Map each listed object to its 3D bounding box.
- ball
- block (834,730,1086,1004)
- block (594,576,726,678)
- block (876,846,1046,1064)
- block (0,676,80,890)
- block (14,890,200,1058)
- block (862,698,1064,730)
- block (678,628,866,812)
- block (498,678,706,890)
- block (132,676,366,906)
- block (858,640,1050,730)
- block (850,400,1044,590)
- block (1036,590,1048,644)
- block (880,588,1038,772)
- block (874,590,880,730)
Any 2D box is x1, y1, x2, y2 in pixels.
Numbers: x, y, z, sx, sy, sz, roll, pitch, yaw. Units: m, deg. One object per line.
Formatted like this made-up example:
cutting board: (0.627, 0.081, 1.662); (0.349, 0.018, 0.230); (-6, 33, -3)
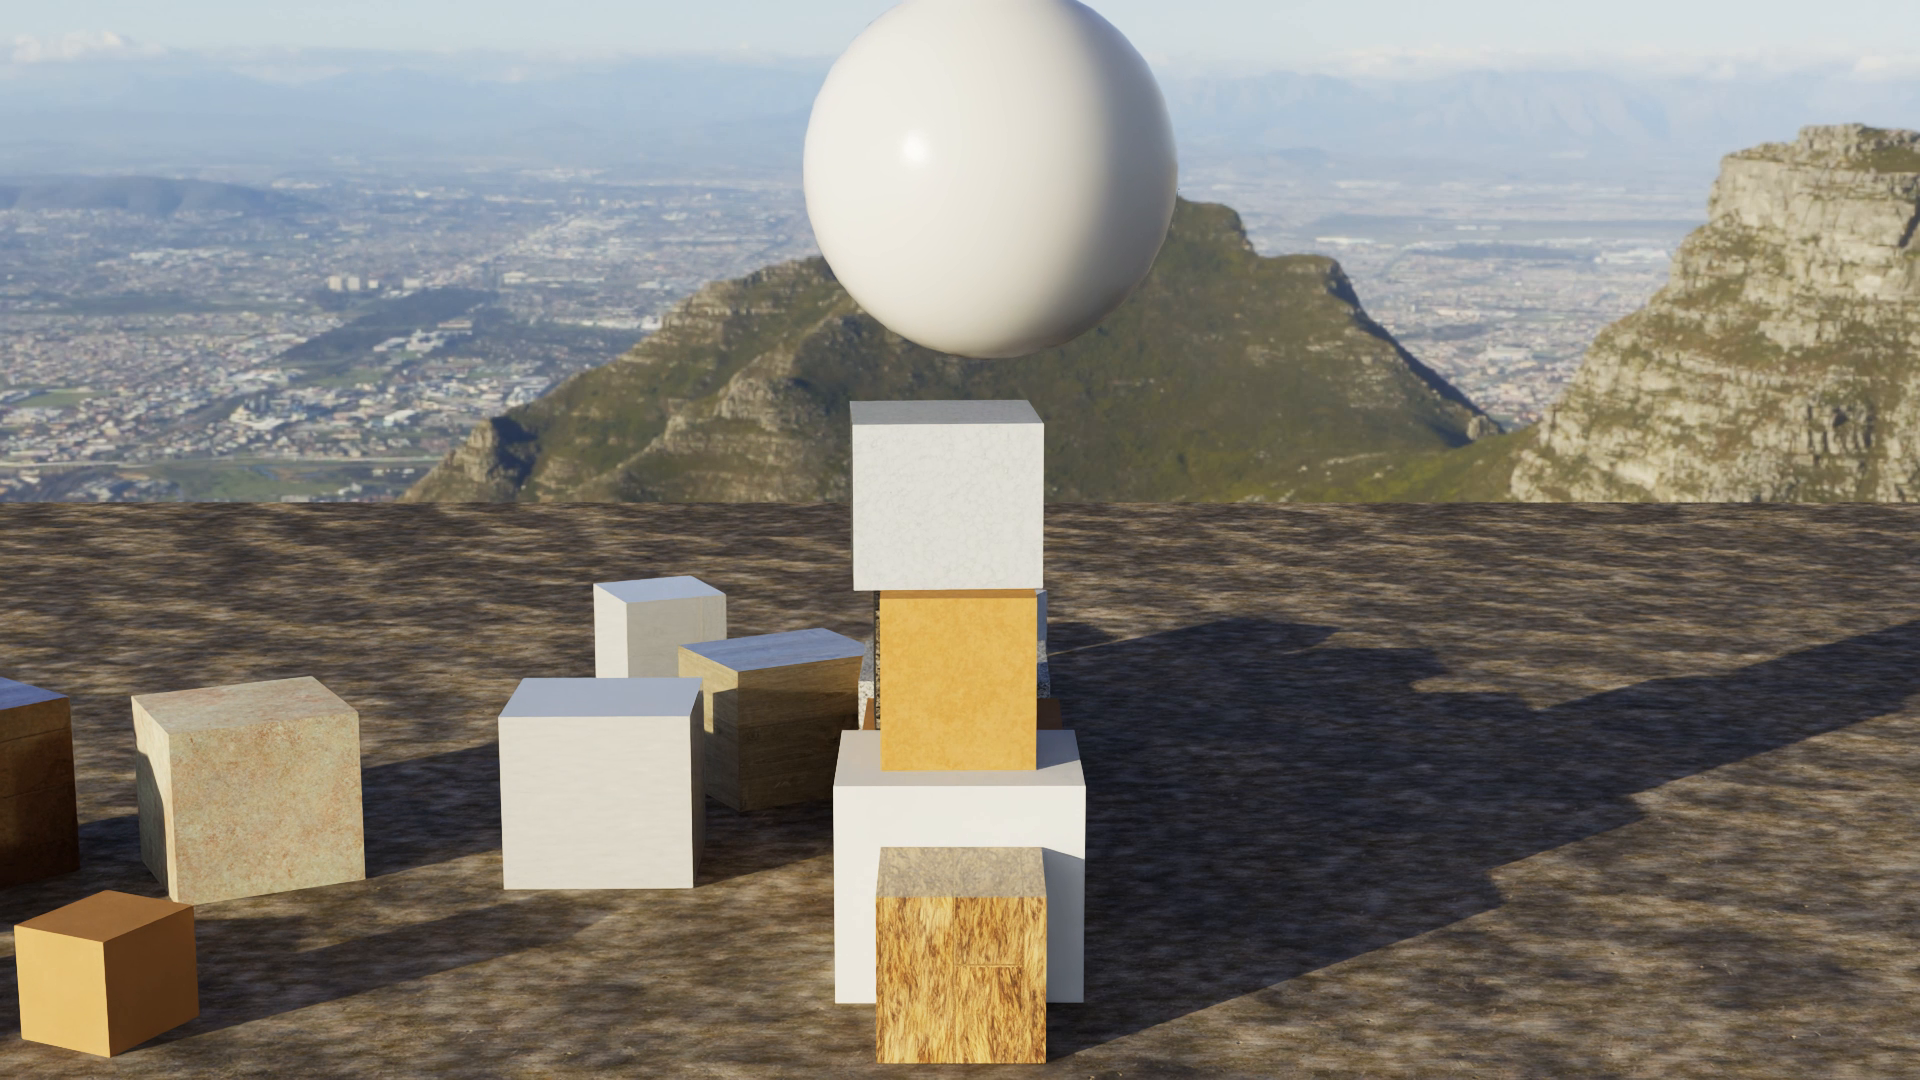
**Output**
ball: (0.128, -1.569, 10.895); (1.600, 1.600, 1.600); (0, 10, 0)
block: (-0.005, 1.274, 10.160); (0.950, 0.857, 0.844); (0, 10, 0)
block: (-1.661, 0.614, 14.229); (0.568, 0.700, 0.592); (-5, 11, -25)
block: (0.004, 1.521, 9.464); (0.608, 0.622, 0.604); (0, 10, 0)
block: (-4.409, 1.086, 11.362); (0.697, 0.797, 0.665); (9, 13, 40)
block: (-3.164, 1.603, 9.531); (0.429, 0.436, 0.463); (5, 11, 25)
block: (0.012, 1.159, 11.008); (0.847, 0.780, 0.845); (0, 10, 0)
block: (-0.885, 0.881, 12.783); (0.812, 0.694, 0.672); (-6, 12, -30)
block: (-1.584, 1.077, 11.485); (0.823, 0.772, 0.729); (0, 10, -1)
block: (-3.166, 1.098, 11.403); (0.809, 0.760, 0.775); (-6, 12, -28)
block: (-0.024, 0.972, 11.832); (0.847, 0.855, 0.838); (0, 10, 0)
block: (-0.065, -0.191, 10.240); (0.733, 0.645, 0.730); (-1, 10, -3)
block: (0.034, 0.603, 14.584); (0.721, 0.596, 0.638); (5, 11, 26)
block: (-0.011, 0.503, 10.116); (0.598, 0.677, 0.592); (0, 10, -1)
block: (-0.049, 0.515, 10.760); (0.616, 0.576, 0.578); (-1, 10, -3)
